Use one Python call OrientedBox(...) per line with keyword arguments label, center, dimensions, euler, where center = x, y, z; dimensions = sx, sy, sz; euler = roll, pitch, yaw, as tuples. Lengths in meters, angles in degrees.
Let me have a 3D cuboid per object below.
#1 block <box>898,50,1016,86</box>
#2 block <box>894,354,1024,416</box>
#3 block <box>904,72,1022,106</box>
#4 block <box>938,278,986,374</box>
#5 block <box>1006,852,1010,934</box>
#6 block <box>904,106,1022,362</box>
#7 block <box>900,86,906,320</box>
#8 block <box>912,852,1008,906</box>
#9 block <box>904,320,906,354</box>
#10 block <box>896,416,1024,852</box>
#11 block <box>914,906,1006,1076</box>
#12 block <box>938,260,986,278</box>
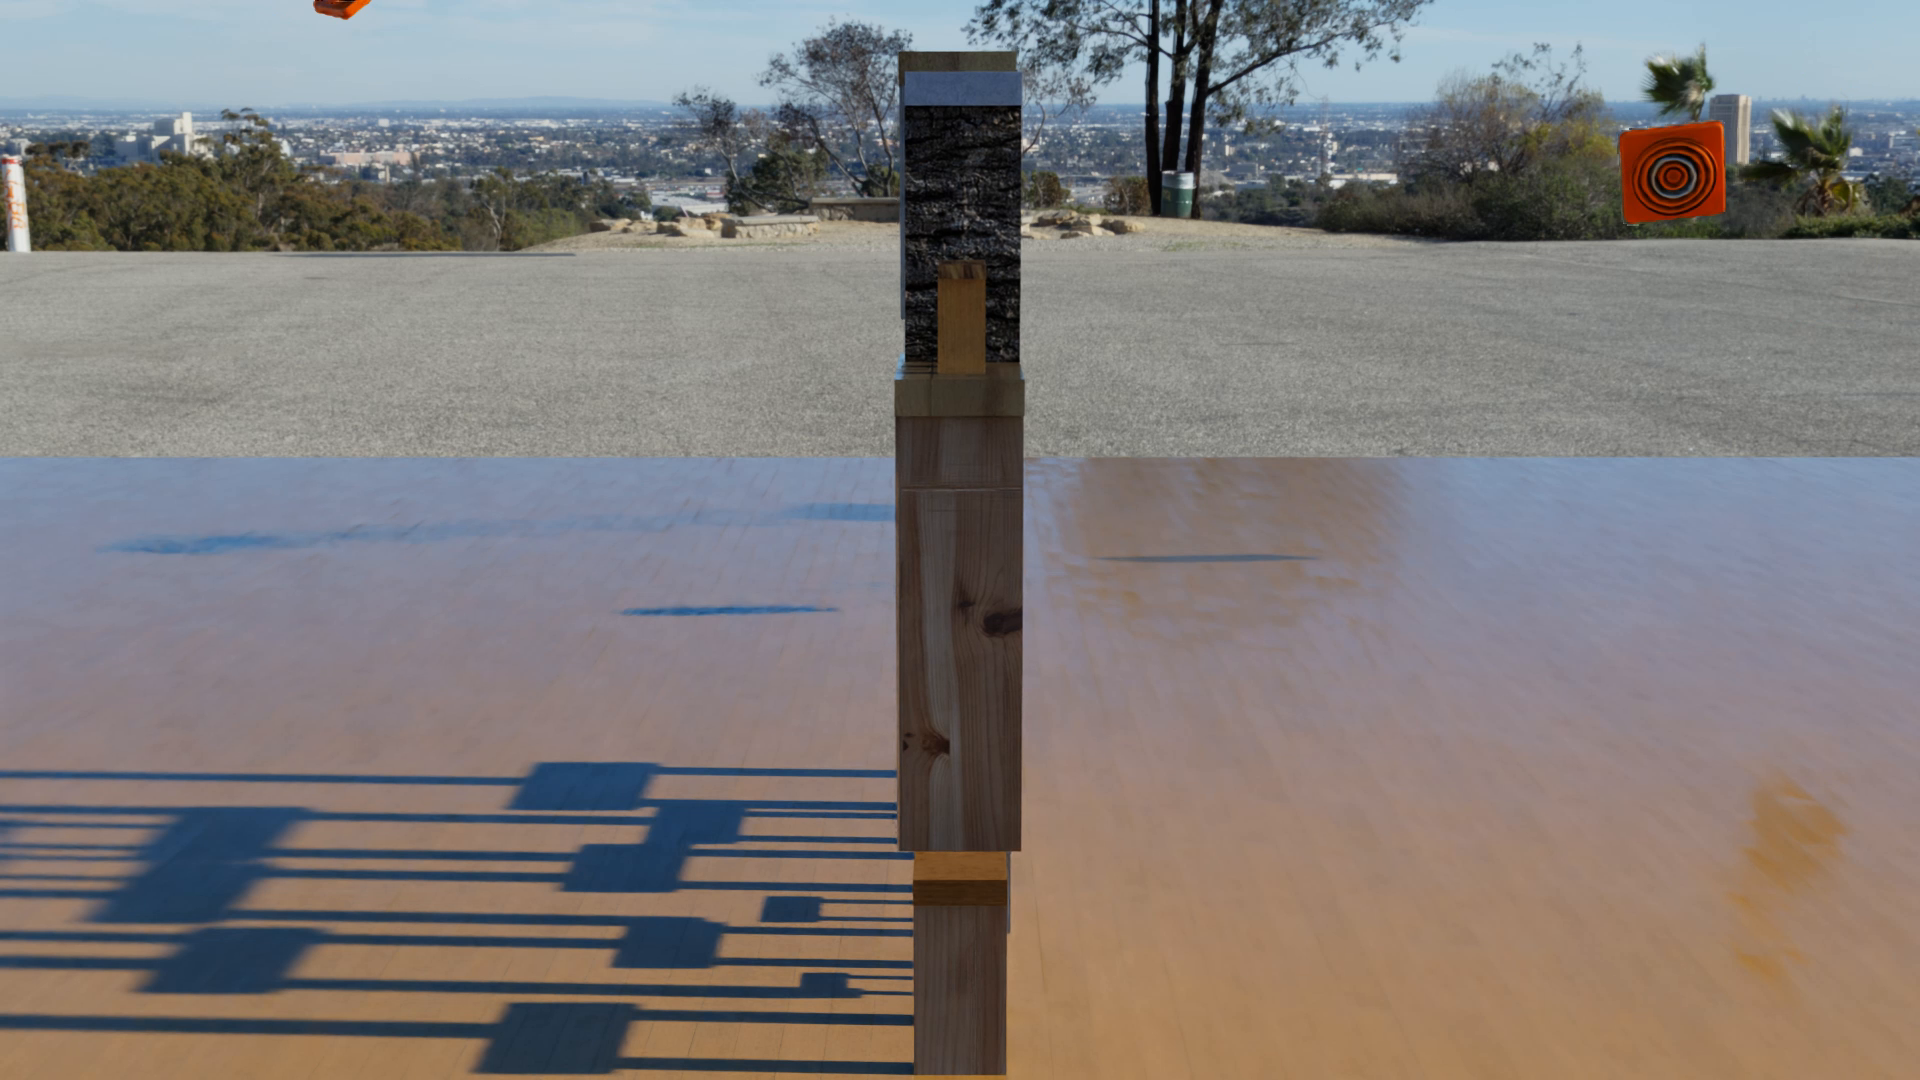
OrientedBox(label="block", center=(-0.004, -0.736, 3.452), dimensions=(0.176, 0.050, 0.352), euler=(0, 10, 0))
OrientedBox(label="block", center=(-0.001, -0.216, 3.023), dimensions=(0.169, 0.048, 0.338), euler=(0, 11, 0))
OrientedBox(label="block", center=(0.003, -0.638, 3.123), dimensions=(0.159, 0.045, 0.319), euler=(0, 11, -1))
OrientedBox(label="block", center=(0.002, -0.284, 2.915), dimensions=(0.063, 0.126, 0.018), euler=(0, 10, 0))
OrientedBox(label="block", center=(0.004, 0.370, 3.179), dimensions=(0.139, 0.404, 0.039), euler=(0, 11, 0))
OrientedBox(label="block", center=(0.004, -0.424, 3.055), dimensions=(0.159, 0.350, 0.045), euler=(0, 11, 0))
OrientedBox(label="block", center=(-0.004, -0.517, 3.377), dimensions=(0.176, 0.352, 0.050), euler=(0, 11, -2))
OrientedBox(label="block", center=(0.000, 0.441, 3.013), dimensions=(0.124, 0.035, 0.248), euler=(0, 11, 0))
OrientedBox(label="block", center=(-0.004, -0.507, 3.613), dimensions=(0.176, 0.459, 0.050), euler=(0, 10, 0))
OrientedBox(label="block", center=(-0.001, 0.125, 2.971), dimensions=(0.169, 0.602, 0.048), euler=(0, 11, 0))
OrientedBox(label="block", center=(0.000, 0.596, 2.958), dimensions=(0.124, 0.248, 0.035), euler=(0, 11, 0))
OrientedBox(label="block", center=(0.003, -0.363, 2.944), dimensions=(0.063, 0.018, 0.126), euler=(0, 11, 0))
